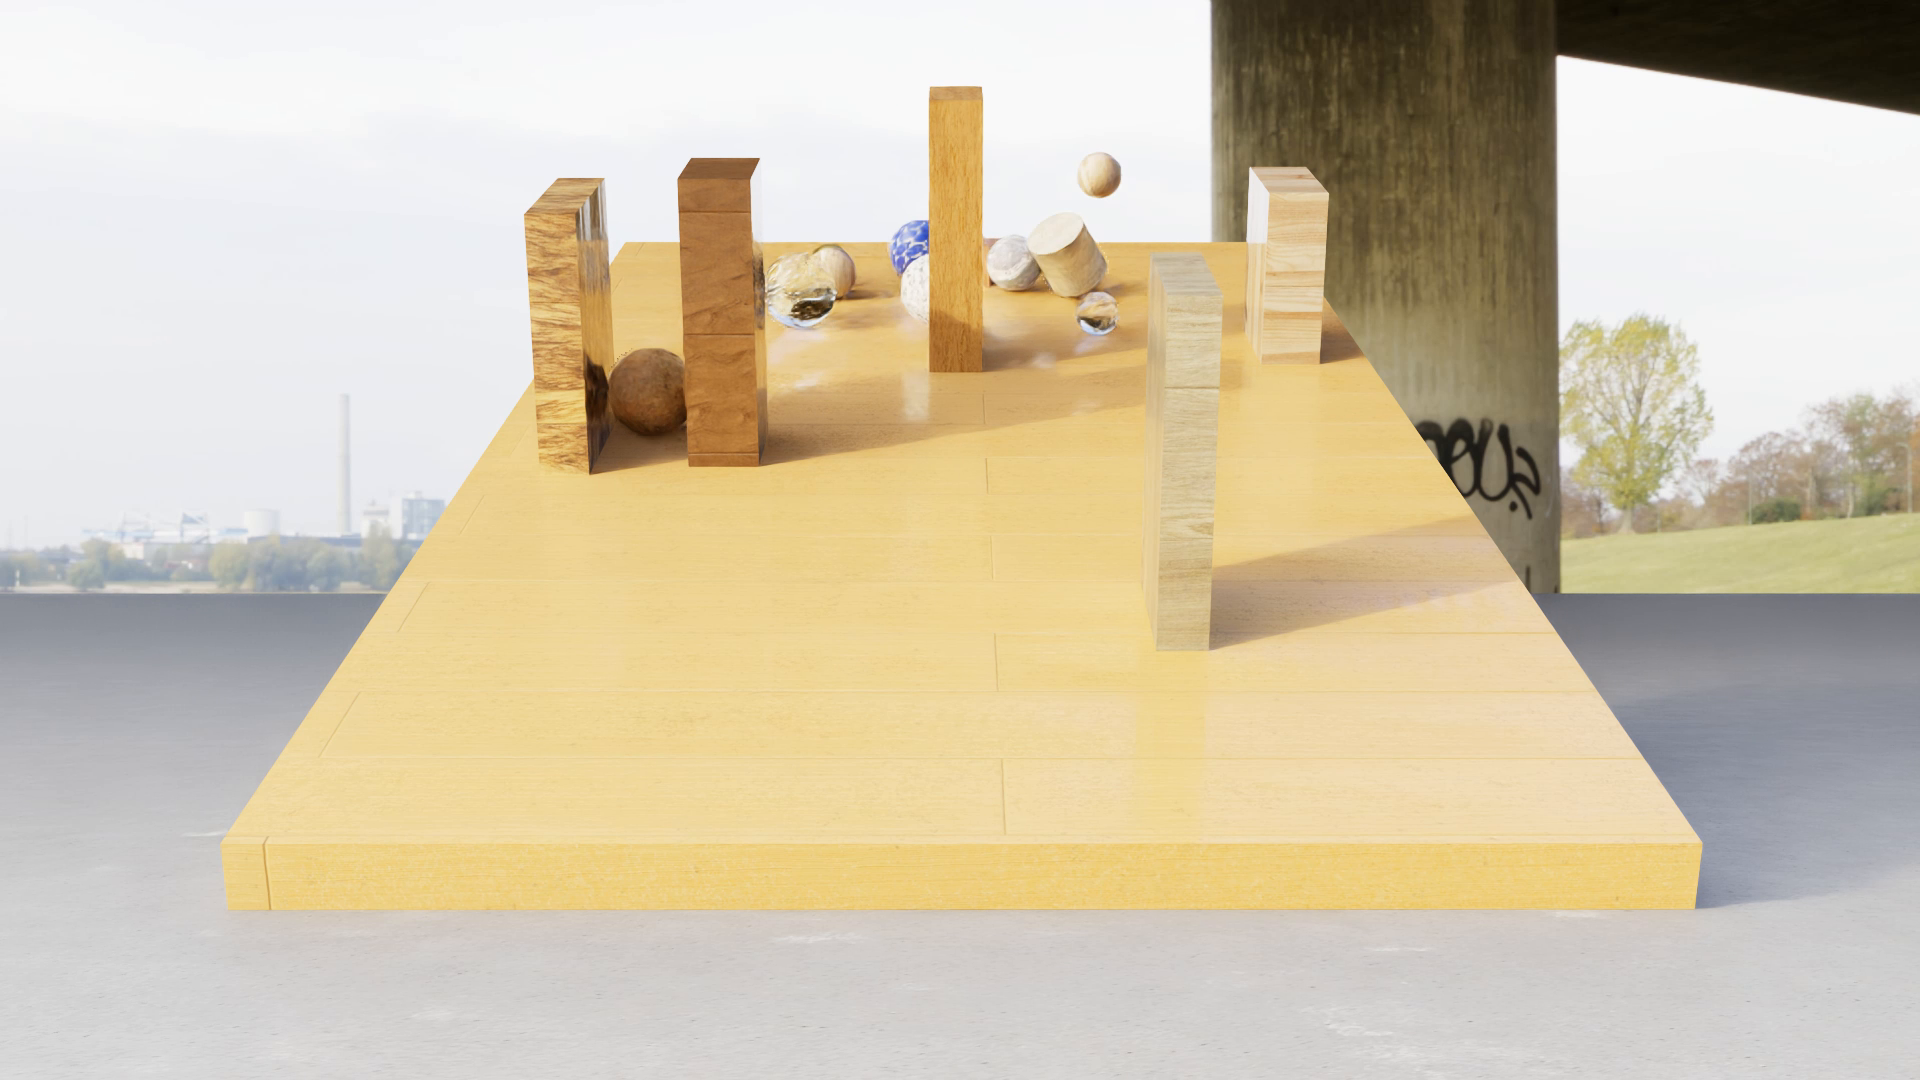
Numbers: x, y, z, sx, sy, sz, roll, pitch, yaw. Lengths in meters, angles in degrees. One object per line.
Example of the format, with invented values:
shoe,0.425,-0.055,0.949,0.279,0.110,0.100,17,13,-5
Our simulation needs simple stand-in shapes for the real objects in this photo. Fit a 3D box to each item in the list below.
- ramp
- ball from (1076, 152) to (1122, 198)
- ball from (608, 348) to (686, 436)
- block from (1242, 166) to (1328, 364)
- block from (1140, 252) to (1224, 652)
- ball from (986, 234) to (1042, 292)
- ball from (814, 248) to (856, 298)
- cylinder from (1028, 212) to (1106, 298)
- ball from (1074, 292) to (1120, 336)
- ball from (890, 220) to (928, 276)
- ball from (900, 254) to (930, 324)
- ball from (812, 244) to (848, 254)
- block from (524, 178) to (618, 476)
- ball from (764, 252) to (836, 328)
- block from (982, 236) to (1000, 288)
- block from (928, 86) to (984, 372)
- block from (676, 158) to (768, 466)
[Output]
ramp,-0.004,-0.199,4.946,2.000,0.100,4.000,0,19,0
ball,0.376,-0.985,6.085,0.123,0.123,0.123,0,-1,0
ball,-0.663,-0.320,4.852,0.189,0.189,0.189,0,-1,0
block,0.798,-0.680,5.550,0.141,0.416,0.363,0,19,0
block,0.365,-0.152,3.753,0.086,0.595,0.325,0,19,0
ball,0.150,-0.759,6.173,0.154,0.154,0.154,0,-1,0
ball,-0.348,-0.720,6.083,0.138,0.138,0.138,0,-1,0
cylinder,0.290,-0.770,6.085,0.162,0.162,0.162,-1,-40,34
ball,0.347,-0.573,5.703,0.113,0.113,0.113,0,-1,0
ball,-0.109,-0.802,6.263,0.175,0.175,0.175,0,-1,0
ball,-0.061,-0.628,5.645,0.180,0.180,0.180,0,-1,0
ball,-0.360,-0.761,6.235,0.116,0.116,0.116,0,-1,0
block,-0.807,-0.452,4.703,0.101,0.537,0.408,0,19,0
ball,-0.412,-0.639,5.768,0.193,0.193,0.193,0,-1,0
block,0.050,-0.777,6.282,0.113,0.113,0.113,8,22,20
block,-0.010,-0.743,5.381,0.126,0.642,0.243,0,19,0
block,-0.488,-0.474,4.676,0.146,0.596,0.255,0,19,0
